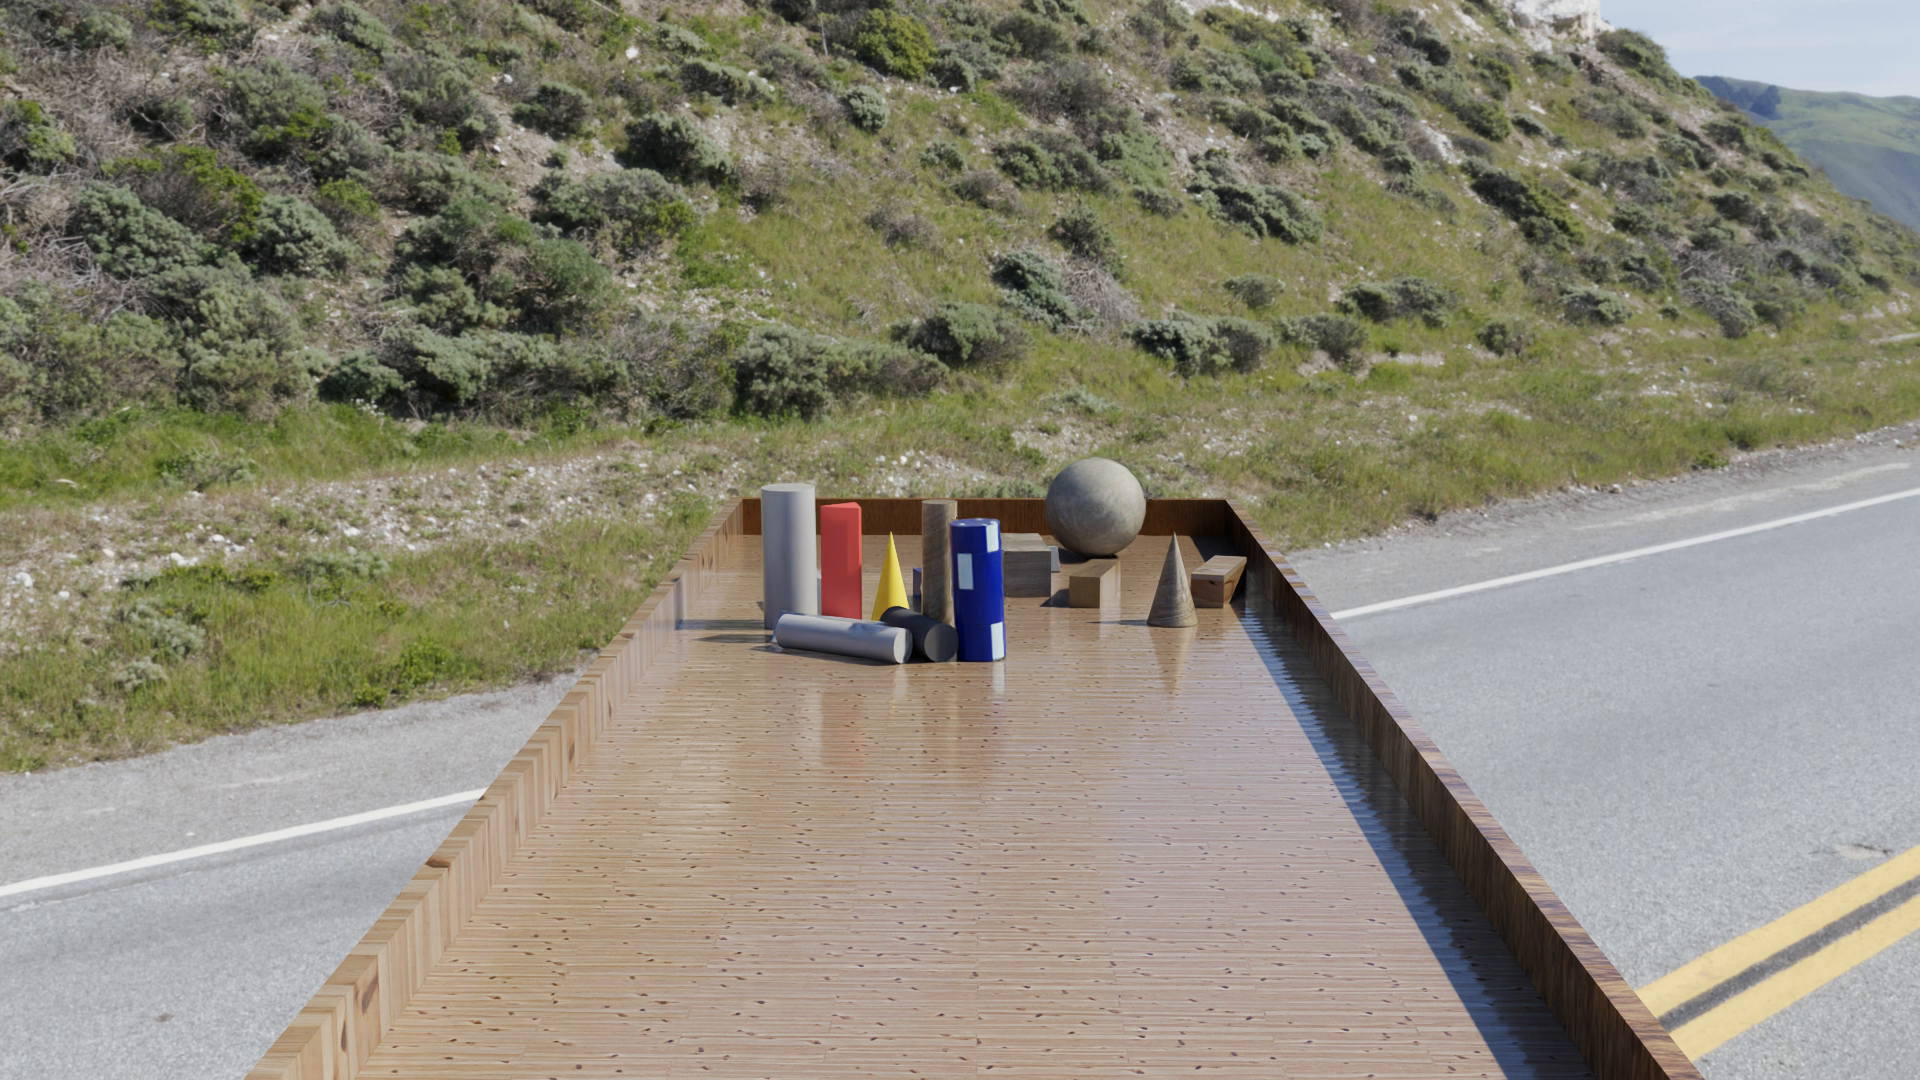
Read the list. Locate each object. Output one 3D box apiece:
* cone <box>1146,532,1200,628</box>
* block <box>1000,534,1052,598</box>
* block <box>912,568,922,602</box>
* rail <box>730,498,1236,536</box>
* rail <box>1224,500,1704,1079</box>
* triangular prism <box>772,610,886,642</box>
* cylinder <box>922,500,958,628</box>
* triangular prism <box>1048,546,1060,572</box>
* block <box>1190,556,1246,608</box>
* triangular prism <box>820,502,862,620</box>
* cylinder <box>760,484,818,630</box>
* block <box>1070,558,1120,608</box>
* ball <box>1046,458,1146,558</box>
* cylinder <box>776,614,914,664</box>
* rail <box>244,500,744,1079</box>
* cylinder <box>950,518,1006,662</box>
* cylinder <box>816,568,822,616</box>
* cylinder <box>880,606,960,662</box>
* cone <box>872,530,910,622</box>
[{"bbox_3d":[0.704,0.121,7.253,0.173,0.310,0.173,0,9,0],"label":"cone"},{"bbox_3d":[0.222,0.089,7.919,0.165,0.165,0.410,-1,9,-4],"label":"block"},{"bbox_3d":[-0.063,0.173,7.595,0.101,0.101,0.360,-3,9,-18],"label":"block"},{"bbox_3d":[0.099,-0.098,9.147,2.100,0.150,0.050,0,9,1],"label":"rail"},{"bbox_3d":[1.046,0.843,3.208,0.050,0.150,12.000,0,9,1],"label":"rail"},{"bbox_3d":[-0.399,0.285,6.896,0.394,0.093,0.107,5,10,29],"label":"triangular prism"},{"bbox_3d":[-0.064,0.102,6.924,0.112,0.451,0.112,0,9,0],"label":"cylinder"},{"bbox_3d":[0.169,0.072,8.250,0.402,0.090,0.104,-2,9,-11],"label":"triangular prism"},{"bbox_3d":[0.910,0.145,7.726,0.115,0.115,0.405,3,9,18],"label":"block"},{"bbox_3d":[-0.355,0.102,6.989,0.136,0.432,0.118,3,9,20],"label":"triangular prism"},{"bbox_3d":[-0.558,0.053,7.197,0.177,0.458,0.177,-1,10,0],"label":"cylinder"},{"bbox_3d":[0.475,0.151,7.711,0.108,0.108,0.368,2,9,15],"label":"block"},{"bbox_3d":[0.529,-0.127,8.565,0.389,0.389,0.389,0,9,0],"label":"ball"},{"bbox_3d":[-0.358,0.302,6.762,0.440,0.107,0.107,6,11,31],"label":"cylinder"},{"bbox_3d":[-1.004,0.839,3.234,0.050,0.150,12.000,0,9,1],"label":"rail"},{"bbox_3d":[0.055,0.151,6.708,0.156,0.414,0.156,-3,10,1],"label":"cylinder"},{"bbox_3d":[-0.512,0.169,7.495,0.140,0.140,0.348,-2,9,-13],"label":"cylinder"},{"bbox_3d":[-0.129,0.289,6.809,0.118,0.118,0.330,-4,10,-26],"label":"cylinder"},{"bbox_3d":[-0.226,0.125,7.211,0.142,0.316,0.142,0,9,0],"label":"cone"}]
